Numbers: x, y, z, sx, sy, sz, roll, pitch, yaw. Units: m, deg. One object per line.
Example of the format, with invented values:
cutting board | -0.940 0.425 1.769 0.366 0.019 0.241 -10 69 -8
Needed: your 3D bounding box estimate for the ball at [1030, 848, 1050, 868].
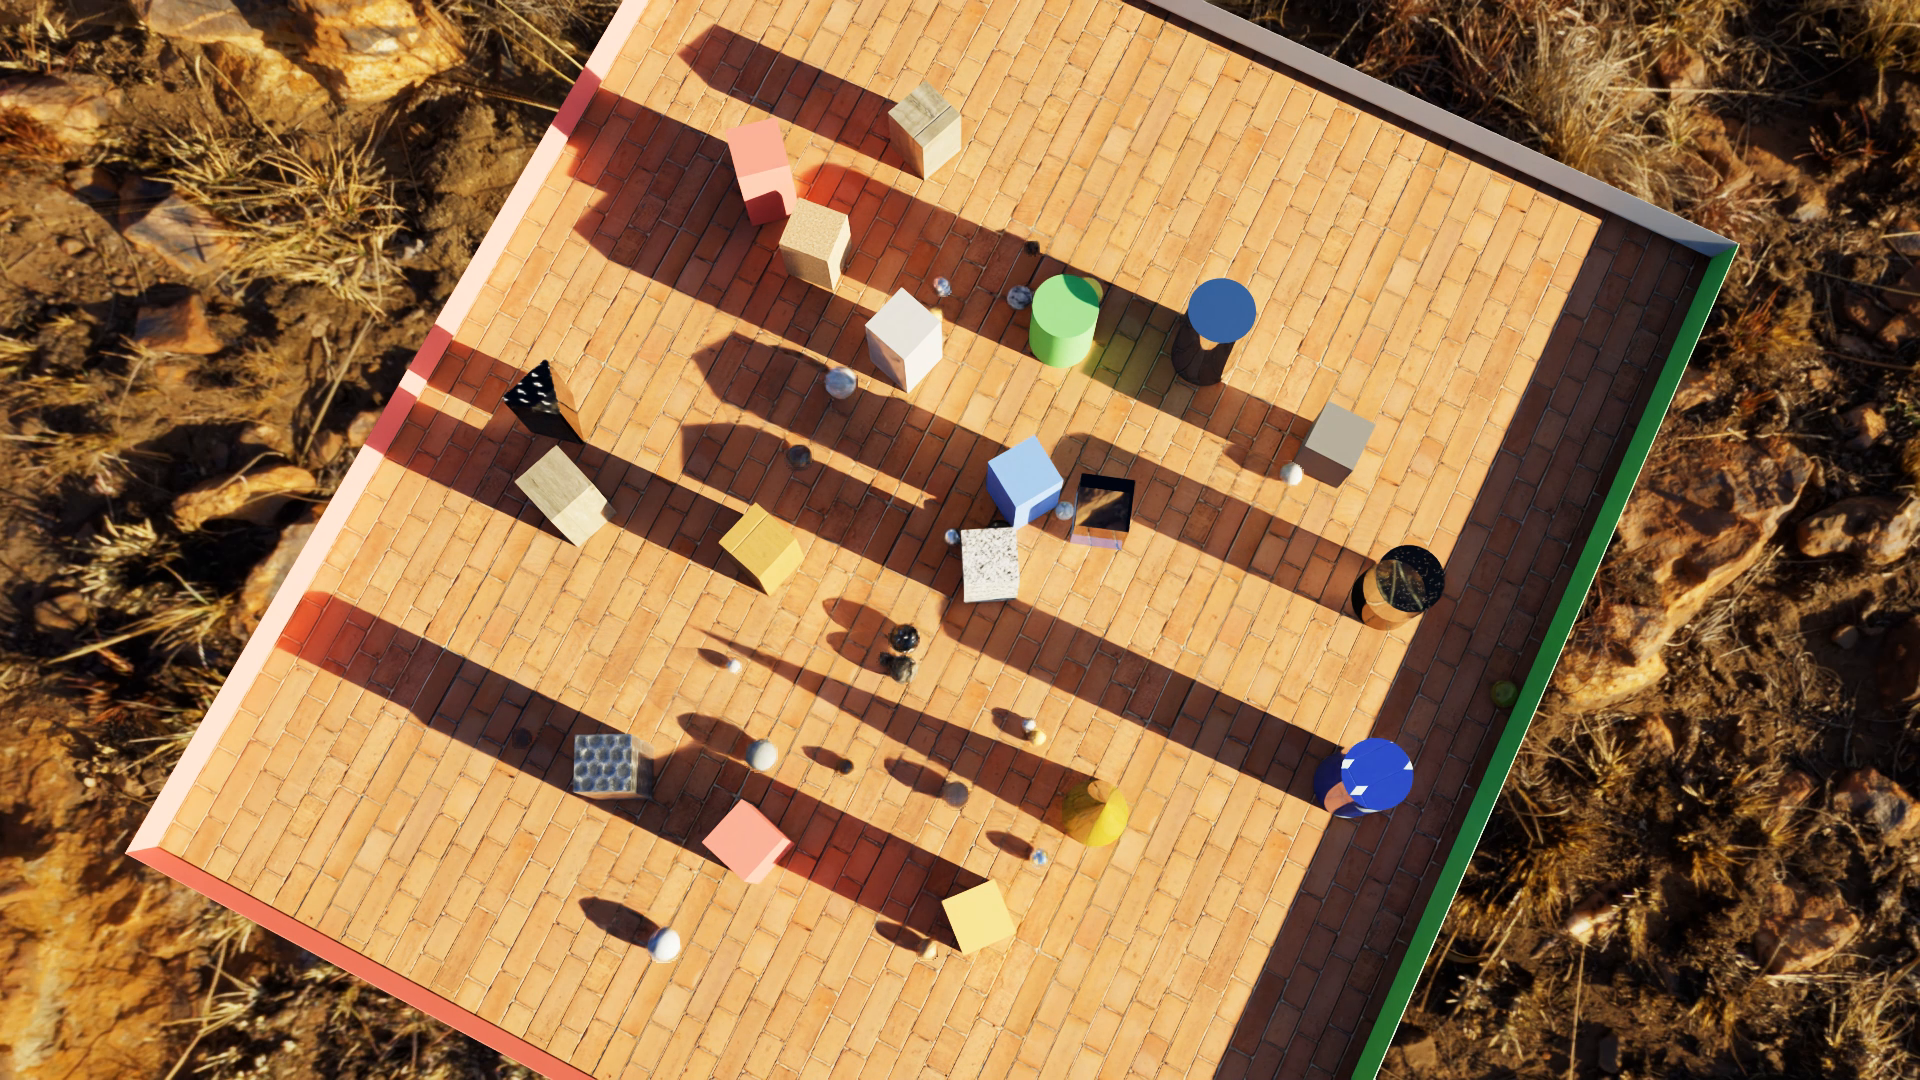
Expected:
ball | 0.234 0.934 5.394 0.057 0.057 0.057 0 78 0

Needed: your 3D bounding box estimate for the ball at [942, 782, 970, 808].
ball | -0.011 0.753 5.420 0.079 0.079 0.079 0 78 0

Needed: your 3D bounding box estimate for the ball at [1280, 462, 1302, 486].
ball | 1.016 -0.202 5.622 0.070 0.070 0.070 0 78 0

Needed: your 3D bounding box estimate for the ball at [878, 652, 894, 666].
ball | -0.223 0.360 5.520 0.044 0.044 0.044 0 78 0

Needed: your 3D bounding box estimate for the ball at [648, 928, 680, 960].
ball | -0.860 1.174 5.325 0.094 0.094 0.094 0 78 0

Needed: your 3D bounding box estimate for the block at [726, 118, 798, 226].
block | -0.605 -1.131 5.653 0.159 0.388 0.159 -15 79 -3

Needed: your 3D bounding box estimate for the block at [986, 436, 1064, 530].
block | 0.190 -0.165 5.477 0.159 0.340 0.159 -30 80 -6

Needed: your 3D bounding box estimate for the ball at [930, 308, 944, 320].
ball | -0.076 -0.705 5.739 0.047 0.047 0.047 0 78 0

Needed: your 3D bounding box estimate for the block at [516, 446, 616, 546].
block | -1.166 -0.125 5.447 0.159 0.382 0.159 -43 81 -8

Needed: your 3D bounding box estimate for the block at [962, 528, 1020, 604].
block | 0.087 0.077 5.437 0.159 0.321 0.159 -3 78 -1

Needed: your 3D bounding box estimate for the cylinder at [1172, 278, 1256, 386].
cylinder | 0.760 -0.621 5.524 0.199 0.433 0.199 0 78 0

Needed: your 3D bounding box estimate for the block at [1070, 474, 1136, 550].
block | 0.426 -0.083 5.501 0.159 0.260 0.159 8 78 2

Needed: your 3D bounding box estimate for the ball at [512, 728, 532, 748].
ball | -1.305 0.591 5.466 0.055 0.055 0.055 0 78 0

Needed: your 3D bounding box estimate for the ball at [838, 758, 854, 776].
ball | -0.340 0.675 5.452 0.049 0.049 0.049 0 78 0

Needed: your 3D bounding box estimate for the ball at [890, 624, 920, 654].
ball | -0.165 0.297 5.508 0.093 0.093 0.093 0 78 0

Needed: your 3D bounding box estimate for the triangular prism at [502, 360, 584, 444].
triangular prism | -1.231 -0.424 5.526 0.172 0.350 0.149 15 79 3

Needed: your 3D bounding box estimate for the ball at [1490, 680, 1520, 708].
ball | 1.629 0.460 5.479 0.082 0.082 0.082 0 78 0

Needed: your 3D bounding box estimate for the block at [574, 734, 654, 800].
block | -0.996 0.659 5.289 0.159 0.375 0.159 -1 78 0

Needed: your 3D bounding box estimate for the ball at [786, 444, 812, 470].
ball | -0.494 -0.256 5.629 0.080 0.080 0.080 0 78 0

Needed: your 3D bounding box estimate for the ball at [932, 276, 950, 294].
ball | -0.059 -0.799 5.753 0.057 0.057 0.057 0 78 0

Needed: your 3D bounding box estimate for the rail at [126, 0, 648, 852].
rail | -1.539 -0.746 5.704 0.045 0.129 3.824 26 80 5

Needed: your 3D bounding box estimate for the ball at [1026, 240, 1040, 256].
ball | 0.230 -0.923 5.783 0.048 0.048 0.048 0 78 0

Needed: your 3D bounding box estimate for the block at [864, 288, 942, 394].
block | -0.168 -0.601 5.562 0.159 0.351 0.159 42 81 8

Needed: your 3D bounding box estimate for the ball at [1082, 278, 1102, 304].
ball | 0.395 -0.771 5.726 0.099 0.099 0.099 0 78 0

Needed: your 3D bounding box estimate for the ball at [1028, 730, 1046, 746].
ball | 0.230 0.589 5.470 0.049 0.049 0.049 0 78 0

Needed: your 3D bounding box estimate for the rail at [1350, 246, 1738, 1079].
rail | 1.539 0.760 5.392 0.045 0.129 3.824 26 80 5

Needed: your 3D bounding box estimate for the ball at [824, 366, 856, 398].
ball | -0.369 -0.487 5.668 0.098 0.098 0.098 0 78 0

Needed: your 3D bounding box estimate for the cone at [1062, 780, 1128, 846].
cone | 0.401 0.765 5.226 0.199 0.454 0.199 0 78 0

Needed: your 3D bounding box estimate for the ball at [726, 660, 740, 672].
ball | -0.683 0.379 5.518 0.040 0.040 0.040 0 78 0

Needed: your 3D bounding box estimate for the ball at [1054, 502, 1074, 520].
ball | 0.320 -0.089 5.605 0.059 0.059 0.059 0 78 0

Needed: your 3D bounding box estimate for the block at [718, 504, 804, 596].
block | -0.587 0.031 5.456 0.159 0.302 0.159 41 81 8

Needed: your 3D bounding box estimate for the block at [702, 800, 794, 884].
block | -0.600 0.867 5.246 0.159 0.373 0.159 42 81 8

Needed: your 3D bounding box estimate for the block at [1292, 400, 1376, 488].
block | 1.130 -0.287 5.554 0.159 0.238 0.159 28 80 5

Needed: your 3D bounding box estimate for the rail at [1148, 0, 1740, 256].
rail | 0.845 -1.647 5.891 3.488 0.129 0.045 26 80 5

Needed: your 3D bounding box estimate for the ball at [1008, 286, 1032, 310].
ball | 0.188 -0.759 5.736 0.075 0.075 0.075 0 78 0

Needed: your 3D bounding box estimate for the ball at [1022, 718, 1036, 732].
ball | 0.205 0.554 5.481 0.040 0.040 0.040 0 78 0

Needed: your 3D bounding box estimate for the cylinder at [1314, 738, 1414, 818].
cylinder | 1.153 0.688 5.264 0.199 0.412 0.199 0 78 0

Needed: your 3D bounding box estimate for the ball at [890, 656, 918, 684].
ball | -0.169 0.388 5.492 0.086 0.086 0.086 0 78 0

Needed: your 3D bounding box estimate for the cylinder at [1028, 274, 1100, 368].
cylinder | 0.315 -0.665 5.600 0.199 0.303 0.199 0 78 0

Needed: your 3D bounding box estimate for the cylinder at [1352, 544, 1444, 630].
cylinder | 1.290 0.145 5.415 0.199 0.337 0.199 0 78 0

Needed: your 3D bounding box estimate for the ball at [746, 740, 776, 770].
ball | -0.591 0.638 5.437 0.092 0.092 0.092 0 78 0

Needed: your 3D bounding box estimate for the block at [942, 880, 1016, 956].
block | 0.053 1.076 5.227 0.159 0.327 0.159 -22 79 -4

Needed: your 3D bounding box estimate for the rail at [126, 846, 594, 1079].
rail | -0.845 1.661 5.206 3.488 0.129 0.045 26 80 5

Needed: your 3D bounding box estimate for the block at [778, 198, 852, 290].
block | -0.444 -0.914 5.672 0.159 0.263 0.159 21 79 4

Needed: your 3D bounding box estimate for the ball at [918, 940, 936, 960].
ball | -0.096 1.192 5.340 0.057 0.057 0.057 0 78 0

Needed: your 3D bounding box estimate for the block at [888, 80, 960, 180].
block | -0.109 -1.283 5.751 0.159 0.256 0.159 -43 81 -8

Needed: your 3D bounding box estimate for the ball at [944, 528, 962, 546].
ball | -0.024 -0.007 5.590 0.056 0.056 0.056 0 78 0

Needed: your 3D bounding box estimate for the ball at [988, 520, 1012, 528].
ball | 0.121 -0.020 5.578 0.085 0.085 0.085 0 78 0
